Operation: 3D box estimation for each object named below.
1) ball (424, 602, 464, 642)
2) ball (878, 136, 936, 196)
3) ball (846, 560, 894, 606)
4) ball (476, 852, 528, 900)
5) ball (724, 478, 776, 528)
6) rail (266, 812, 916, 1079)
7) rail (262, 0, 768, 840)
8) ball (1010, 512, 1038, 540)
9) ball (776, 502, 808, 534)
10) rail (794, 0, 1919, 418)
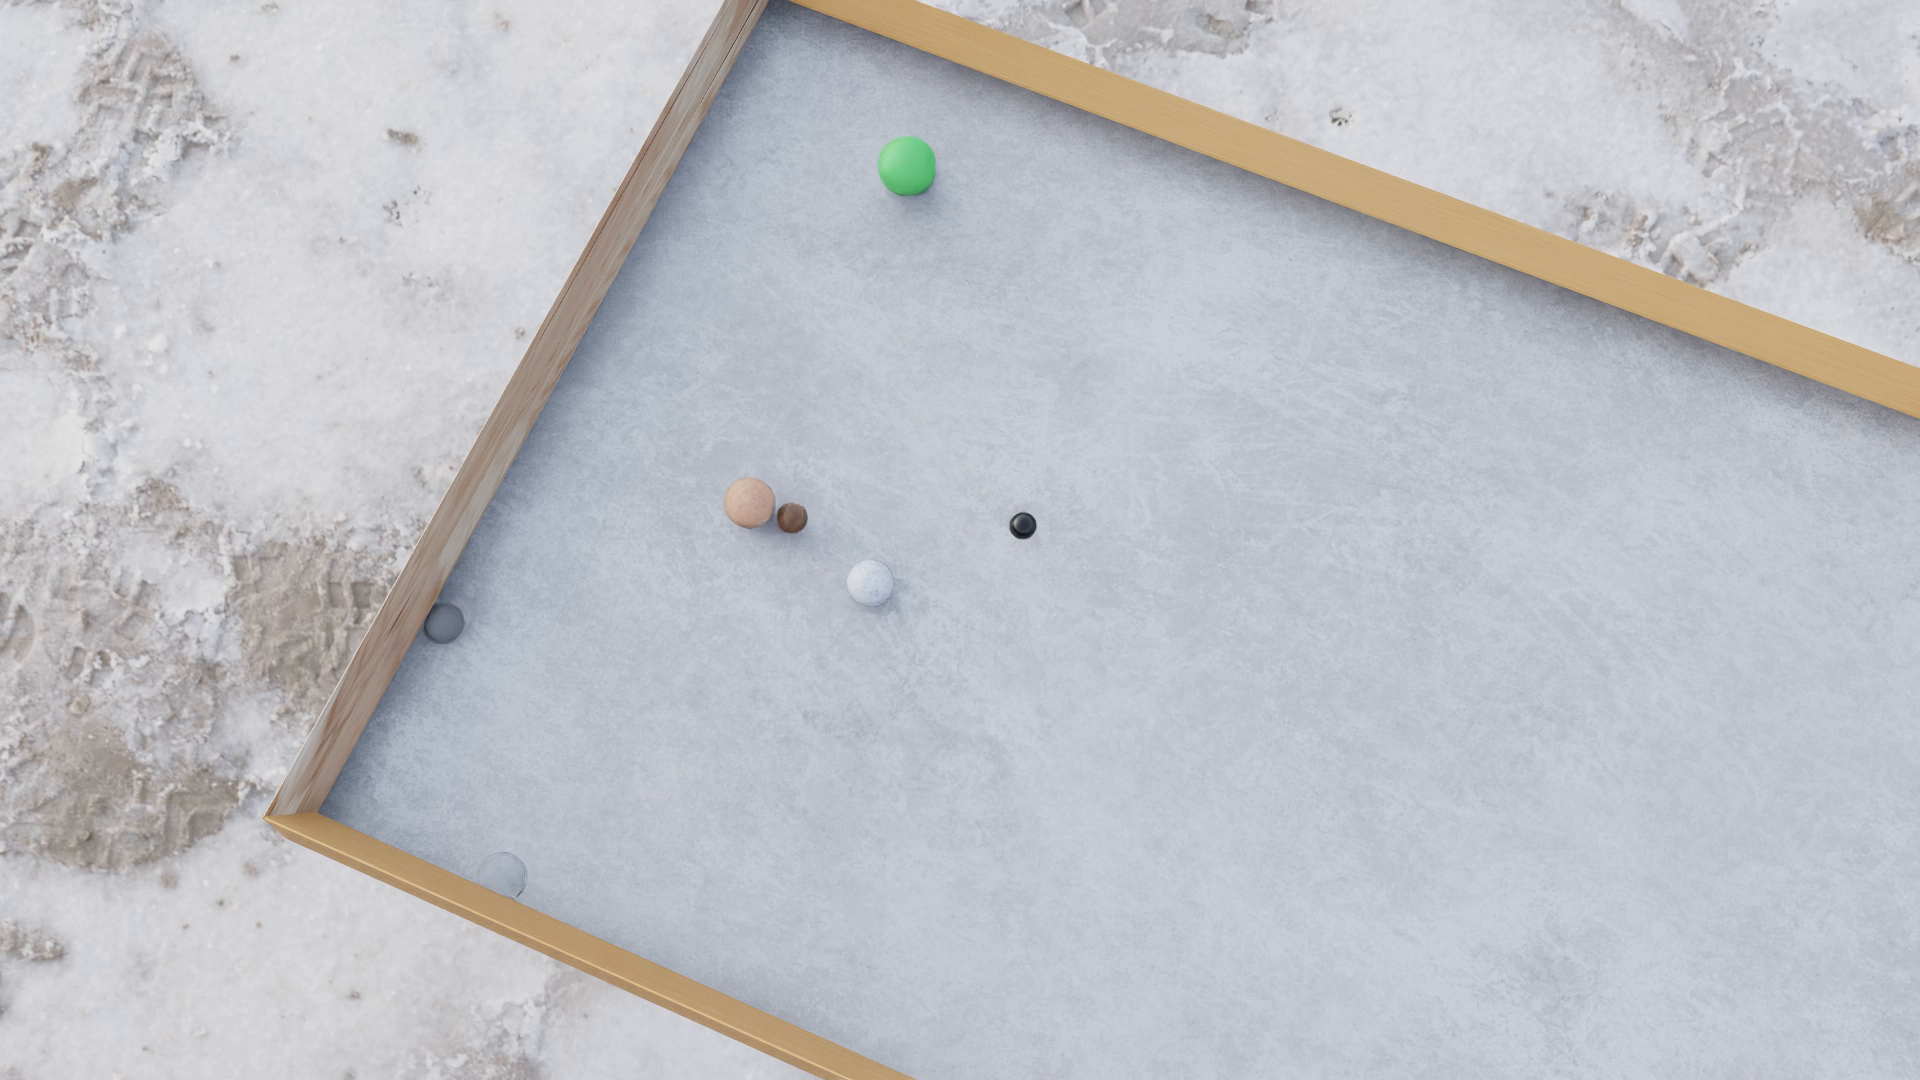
[{"bbox_3d":[-0.805,0.128,3.431,0.063,0.063,0.063,0,68,0],"label":"ball"},{"bbox_3d":[-0.089,-0.630,3.711,0.099,0.099,0.099,0,68,0],"label":"ball"},{"bbox_3d":[-0.141,0.067,3.449,0.074,0.074,0.074,0,68,0],"label":"ball"},{"bbox_3d":[-0.682,0.502,3.277,0.074,0.074,0.074,0,68,0],"label":"ball"},{"bbox_3d":[-0.334,-0.059,3.495,0.082,0.082,0.082,0,68,0],"label":"ball"},{"bbox_3d":[0.359,0.964,3.063,2.990,0.129,0.045,22,70,8],"label":"rail"},{"bbox_3d":[-0.664,-0.280,3.555,0.045,0.129,1.684,22,70,8],"label":"rail"},{"bbox_3d":[0.100,-0.022,3.500,0.045,0.045,0.045,0,68,0],"label":"ball"},{"bbox_3d":[-0.267,-0.035,3.503,0.049,0.049,0.049,0,68,0],"label":"ball"},{"bbox_3d":[1.012,-0.432,3.616,2.990,0.129,0.045,22,70,8],"label":"rail"}]
